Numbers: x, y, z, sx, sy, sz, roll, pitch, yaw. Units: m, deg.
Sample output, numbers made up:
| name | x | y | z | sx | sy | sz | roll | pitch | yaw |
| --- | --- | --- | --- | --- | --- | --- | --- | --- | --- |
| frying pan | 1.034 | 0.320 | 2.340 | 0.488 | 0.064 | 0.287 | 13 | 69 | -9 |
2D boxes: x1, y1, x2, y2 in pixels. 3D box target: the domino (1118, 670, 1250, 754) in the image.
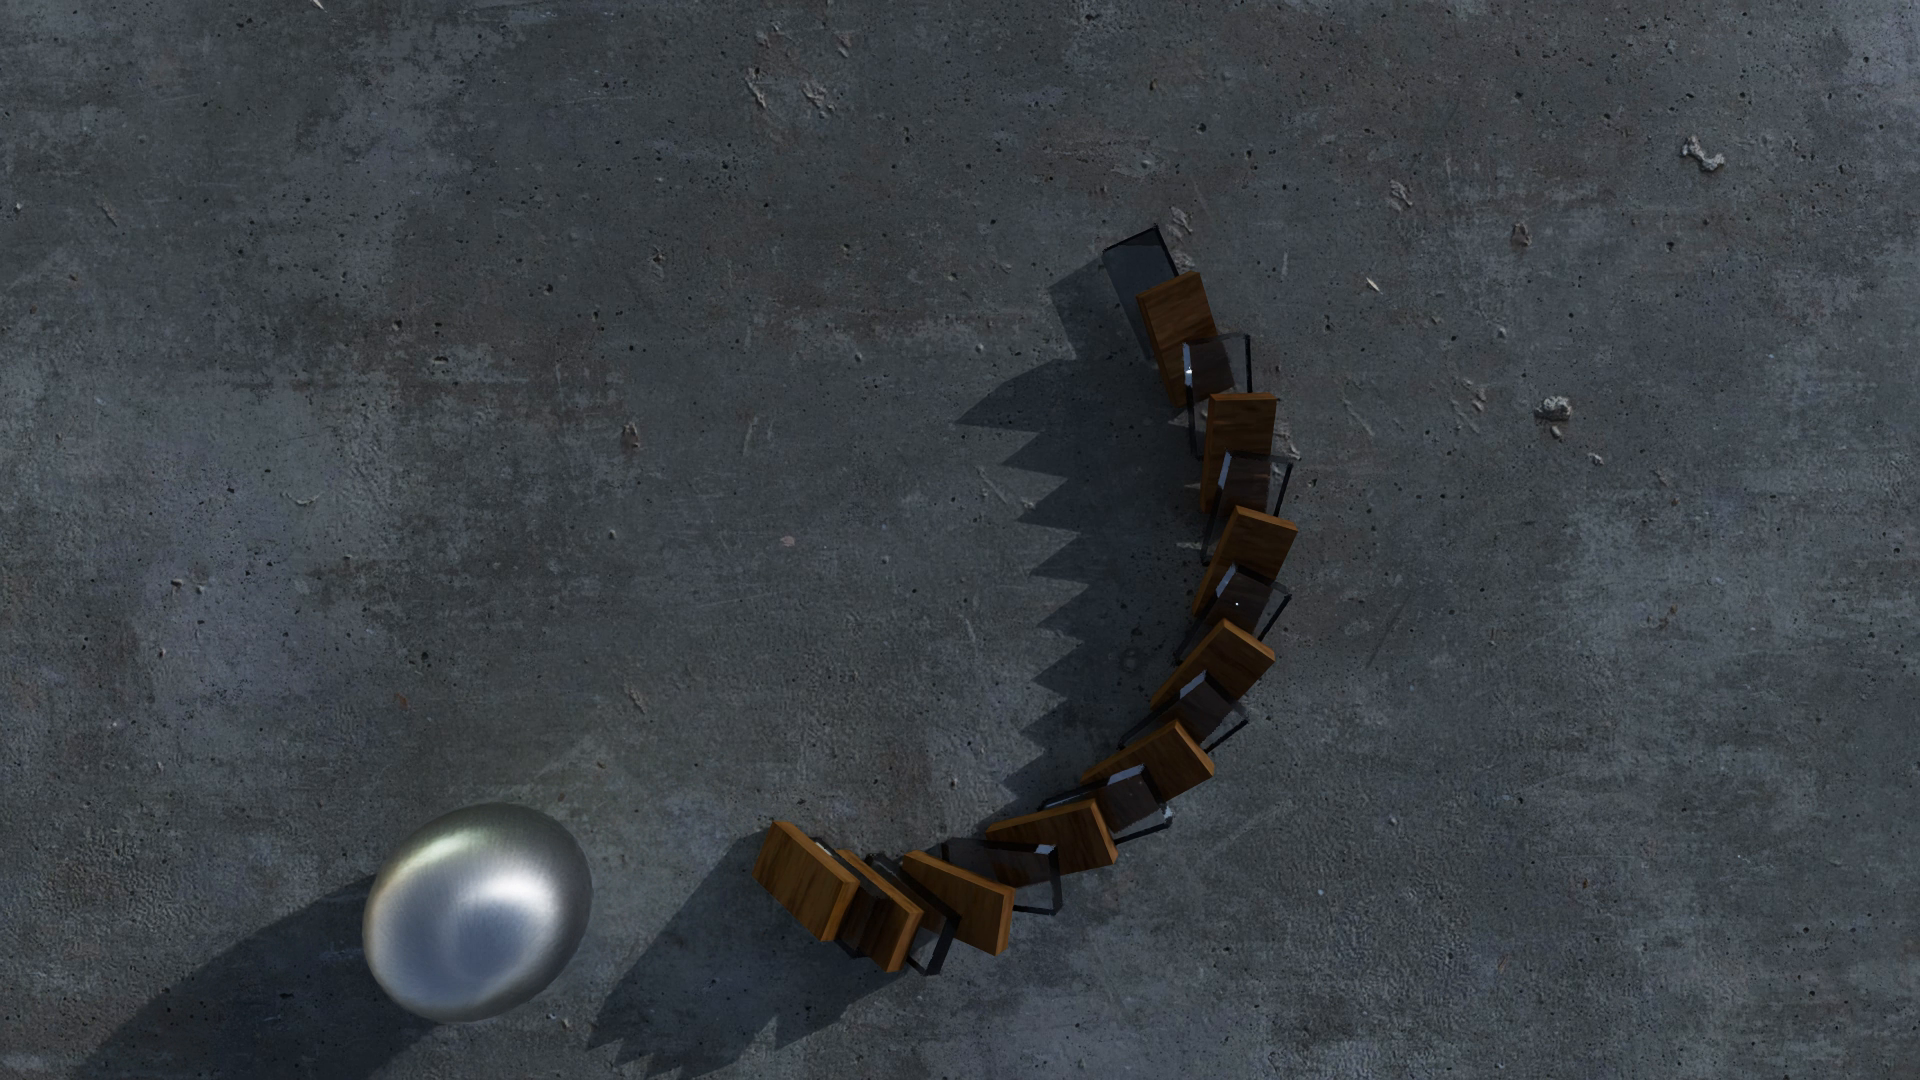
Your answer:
| name | x | y | z | sx | sy | sz | roll | pitch | yaw |
| --- | --- | --- | --- | --- | --- | --- | --- | --- | --- |
| domino | 0.093 | 0.080 | 0.385 | 0.025 | 0.009 | 0.050 | 44 | 115 | 0 |

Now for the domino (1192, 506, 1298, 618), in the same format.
| name | x | y | z | sx | sy | sz | roll | pitch | yaw |
| --- | --- | --- | --- | --- | --- | --- | --- | --- | --- |
| domino | 0.119 | 0.013 | 0.385 | 0.025 | 0.009 | 0.050 | 16 | 115 | 0 |

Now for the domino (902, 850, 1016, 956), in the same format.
| name | x | y | z | sx | sy | sz | roll | pitch | yaw |
| --- | --- | --- | --- | --- | --- | --- | --- | --- | --- |
| domino | -0.002 | 0.150 | 0.382 | 0.050 | 0.010 | 0.025 | 9 | 92 | 33 |

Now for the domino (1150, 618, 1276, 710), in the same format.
| name | x | y | z | sx | sy | sz | roll | pitch | yaw |
| --- | --- | --- | --- | --- | --- | --- | --- | --- | --- |
| domino | 0.105 | 0.059 | 0.385 | 0.025 | 0.009 | 0.050 | 34 | 116 | 0 |

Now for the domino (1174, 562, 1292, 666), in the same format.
| name | x | y | z | sx | sy | sz | roll | pitch | yaw |
| --- | --- | --- | --- | --- | --- | --- | --- | --- | --- |
| domino | 0.114 | 0.036 | 0.385 | 0.025 | 0.009 | 0.050 | 25 | 115 | 0 |

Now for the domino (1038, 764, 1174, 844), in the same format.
| name | x | y | z | sx | sy | sz | roll | pitch | yaw |
| --- | --- | --- | --- | --- | --- | --- | --- | --- | --- |
| domino | 0.061 | 0.115 | 0.385 | 0.050 | 0.009 | 0.025 | -28 | 91 | 25 |

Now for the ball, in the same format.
| name | x | y | z | sx | sy | sz | roll | pitch | yaw |
| --- | --- | --- | --- | --- | --- | --- | --- | --- | --- |
| ball | -0.187 | 0.144 | 0.360 | 0.080 | 0.080 | 0.080 | 0 | 90 | 0 |

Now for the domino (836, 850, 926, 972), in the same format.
| name | x | y | z | sx | sy | sz | roll | pitch | yaw |
| --- | --- | --- | --- | --- | --- | --- | --- | --- | --- |
| domino | -0.039 | 0.152 | 0.380 | 0.050 | 0.010 | 0.025 | 22 | 90 | 42 |

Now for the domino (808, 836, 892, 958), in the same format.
| name | x | y | z | sx | sy | sz | roll | pitch | yaw |
| --- | --- | --- | --- | --- | --- | --- | --- | --- | --- |
| domino | -0.052 | 0.147 | 0.380 | 0.050 | 0.009 | 0.025 | 22 | 90 | 42 |

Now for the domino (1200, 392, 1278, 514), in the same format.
| name | x | y | z | sx | sy | sz | roll | pitch | yaw |
| --- | --- | --- | --- | --- | --- | --- | --- | --- | --- |
| domino | 0.116 | -0.036 | 0.385 | 0.025 | 0.009 | 0.050 | -2 | 115 | 0 |

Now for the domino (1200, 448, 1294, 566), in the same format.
| name | x | y | z | sx | sy | sz | roll | pitch | yaw |
| --- | --- | --- | --- | --- | --- | --- | --- | --- | --- |
| domino | 0.119 | -0.012 | 0.385 | 0.025 | 0.010 | 0.050 | 8 | 115 | 0 |

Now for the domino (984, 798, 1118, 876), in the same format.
| name | x | y | z | sx | sy | sz | roll | pitch | yaw |
| --- | --- | --- | --- | --- | --- | --- | --- | --- | --- |
| domino | 0.038 | 0.128 | 0.385 | 0.050 | 0.009 | 0.025 | -22 | 90 | 24 |

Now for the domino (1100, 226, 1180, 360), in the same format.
| name | x | y | z | sx | sy | sz | roll | pitch | yaw |
| --- | --- | --- | --- | --- | --- | --- | --- | --- | --- |
| domino | 0.083 | -0.106 | 0.395 | 0.025 | 0.009 | 0.050 | -24 | 90 | 0 |

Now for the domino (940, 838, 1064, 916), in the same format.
| name | x | y | z | sx | sy | sz | roll | pitch | yaw |
| --- | --- | --- | --- | --- | --- | --- | --- | --- | --- |
| domino | 0.017 | 0.140 | 0.384 | 0.050 | 0.010 | 0.025 | -6 | 90 | 30 |

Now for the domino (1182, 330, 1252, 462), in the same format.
| name | x | y | z | sx | sy | sz | roll | pitch | yaw |
| --- | --- | --- | --- | --- | --- | --- | --- | --- | --- |
| domino | 0.109 | -0.060 | 0.386 | 0.025 | 0.009 | 0.050 | -11 | 113 | 0 |

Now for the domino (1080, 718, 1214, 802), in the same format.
| name | x | y | z | sx | sy | sz | roll | pitch | yaw |
| --- | --- | --- | --- | --- | --- | --- | --- | --- | --- |
| domino | 0.078 | 0.098 | 0.385 | 0.050 | 0.009 | 0.025 | -38 | 90 | 25 |

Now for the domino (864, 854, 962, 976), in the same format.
| name | x | y | z | sx | sy | sz | roll | pitch | yaw |
| --- | --- | --- | --- | --- | --- | --- | --- | --- | --- |
| domino | -0.024 | 0.154 | 0.380 | 0.050 | 0.009 | 0.025 | 22 | 90 | 42 |

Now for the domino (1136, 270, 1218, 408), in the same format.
| name | x | y | z | sx | sy | sz | roll | pitch | yaw |
| --- | --- | --- | --- | --- | --- | --- | --- | --- | --- |
| domino | 0.094 | -0.084 | 0.385 | 0.025 | 0.010 | 0.050 | -25 | 114 | 0 |

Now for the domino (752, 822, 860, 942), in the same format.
| name | x | y | z | sx | sy | sz | roll | pitch | yaw |
| --- | --- | --- | --- | --- | --- | --- | --- | --- | --- |
| domino | -0.065 | 0.140 | 0.380 | 0.050 | 0.010 | 0.025 | 22 | 90 | 42 |
